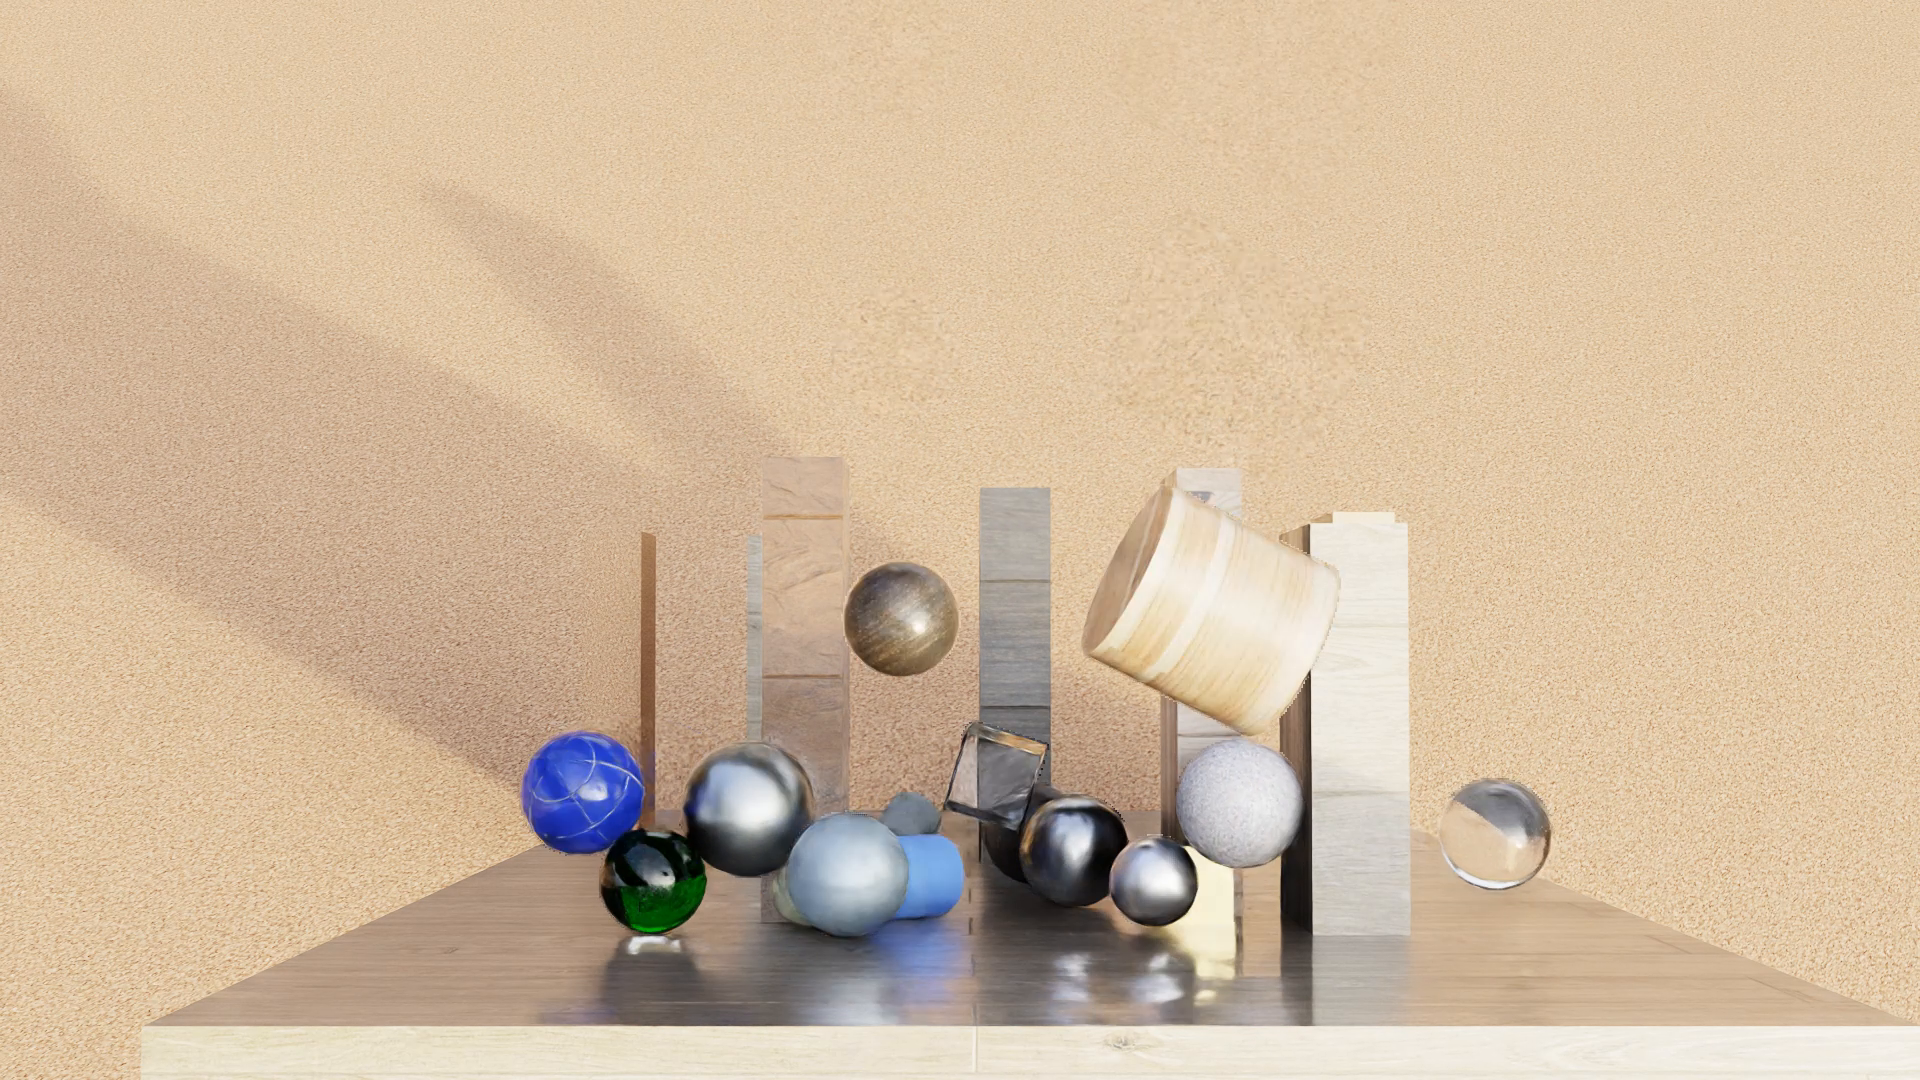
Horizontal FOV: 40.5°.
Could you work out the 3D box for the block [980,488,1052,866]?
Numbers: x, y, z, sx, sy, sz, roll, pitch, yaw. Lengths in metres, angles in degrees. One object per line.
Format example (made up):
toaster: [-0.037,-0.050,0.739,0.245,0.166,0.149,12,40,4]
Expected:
block: [0.110,0.277,5.325,0.139,0.746,0.369,0,-2,0]

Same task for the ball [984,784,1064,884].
ball: [0.134,0.534,4.723,0.181,0.181,0.181,0,37,0]

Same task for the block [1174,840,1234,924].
block: [0.363,0.536,4.083,0.121,0.121,0.121,0,-2,0]

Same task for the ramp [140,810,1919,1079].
ramp: [0.081,0.682,4.917,2.000,0.100,4.000,0,-2,0]

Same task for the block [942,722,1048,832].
block: [0.056,0.371,4.083,0.124,0.124,0.124,17,5,5]

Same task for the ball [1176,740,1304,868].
ball: [0.427,0.403,3.958,0.194,0.194,0.194,0,37,0]

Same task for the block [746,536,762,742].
block: [-0.445,0.342,6.169,0.087,0.689,0.395,0,-2,0]

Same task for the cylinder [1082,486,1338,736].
cylinder: [0.269,0.077,2.818,0.203,0.203,0.203,27,37,-8]

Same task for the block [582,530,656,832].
block: [-0.821,0.338,6.275,0.138,0.706,0.297,0,-2,0]

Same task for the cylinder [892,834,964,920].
cylinder: [-0.085,0.533,4.113,0.130,0.130,0.130,2,26,-45]

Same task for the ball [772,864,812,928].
ball: [-0.234,0.537,3.978,0.110,0.110,0.110,0,37,0]

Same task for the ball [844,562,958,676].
ball: [-0.062,0.084,2.766,0.122,0.122,0.122,0,37,0]

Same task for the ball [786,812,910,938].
ball: [-0.165,0.495,3.845,0.182,0.182,0.182,0,37,0]

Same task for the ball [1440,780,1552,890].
ball: [0.946,0.521,4.595,0.195,0.195,0.195,0,37,0]

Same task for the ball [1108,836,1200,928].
ball: [0.295,0.520,3.955,0.137,0.137,0.137,0,37,0]

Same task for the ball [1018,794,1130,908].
ball: [0.188,0.514,4.295,0.184,0.184,0.184,0,37,0]

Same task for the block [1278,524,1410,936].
block: [0.597,0.289,4.072,0.145,0.613,0.392,0,-2,0]

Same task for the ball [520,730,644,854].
ball: [-0.571,0.382,3.935,0.187,0.187,0.187,0,37,0]

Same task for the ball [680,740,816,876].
ball: [-0.323,0.408,3.960,0.206,0.206,0.206,0,37,0]

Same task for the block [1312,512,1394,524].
block: [0.949,0.317,6.289,0.145,0.749,0.383,0,-2,0]

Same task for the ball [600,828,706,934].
ball: [-0.459,0.509,3.890,0.158,0.158,0.158,0,37,0]

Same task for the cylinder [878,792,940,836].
cylinder: [-0.107,0.556,4.969,0.107,0.107,0.107,15,38,19]

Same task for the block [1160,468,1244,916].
block: [0.399,0.250,4.336,0.103,0.715,0.360,0,-2,0]

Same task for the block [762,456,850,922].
block: [-0.247,0.237,4.194,0.126,0.727,0.248,0,-2,0]
